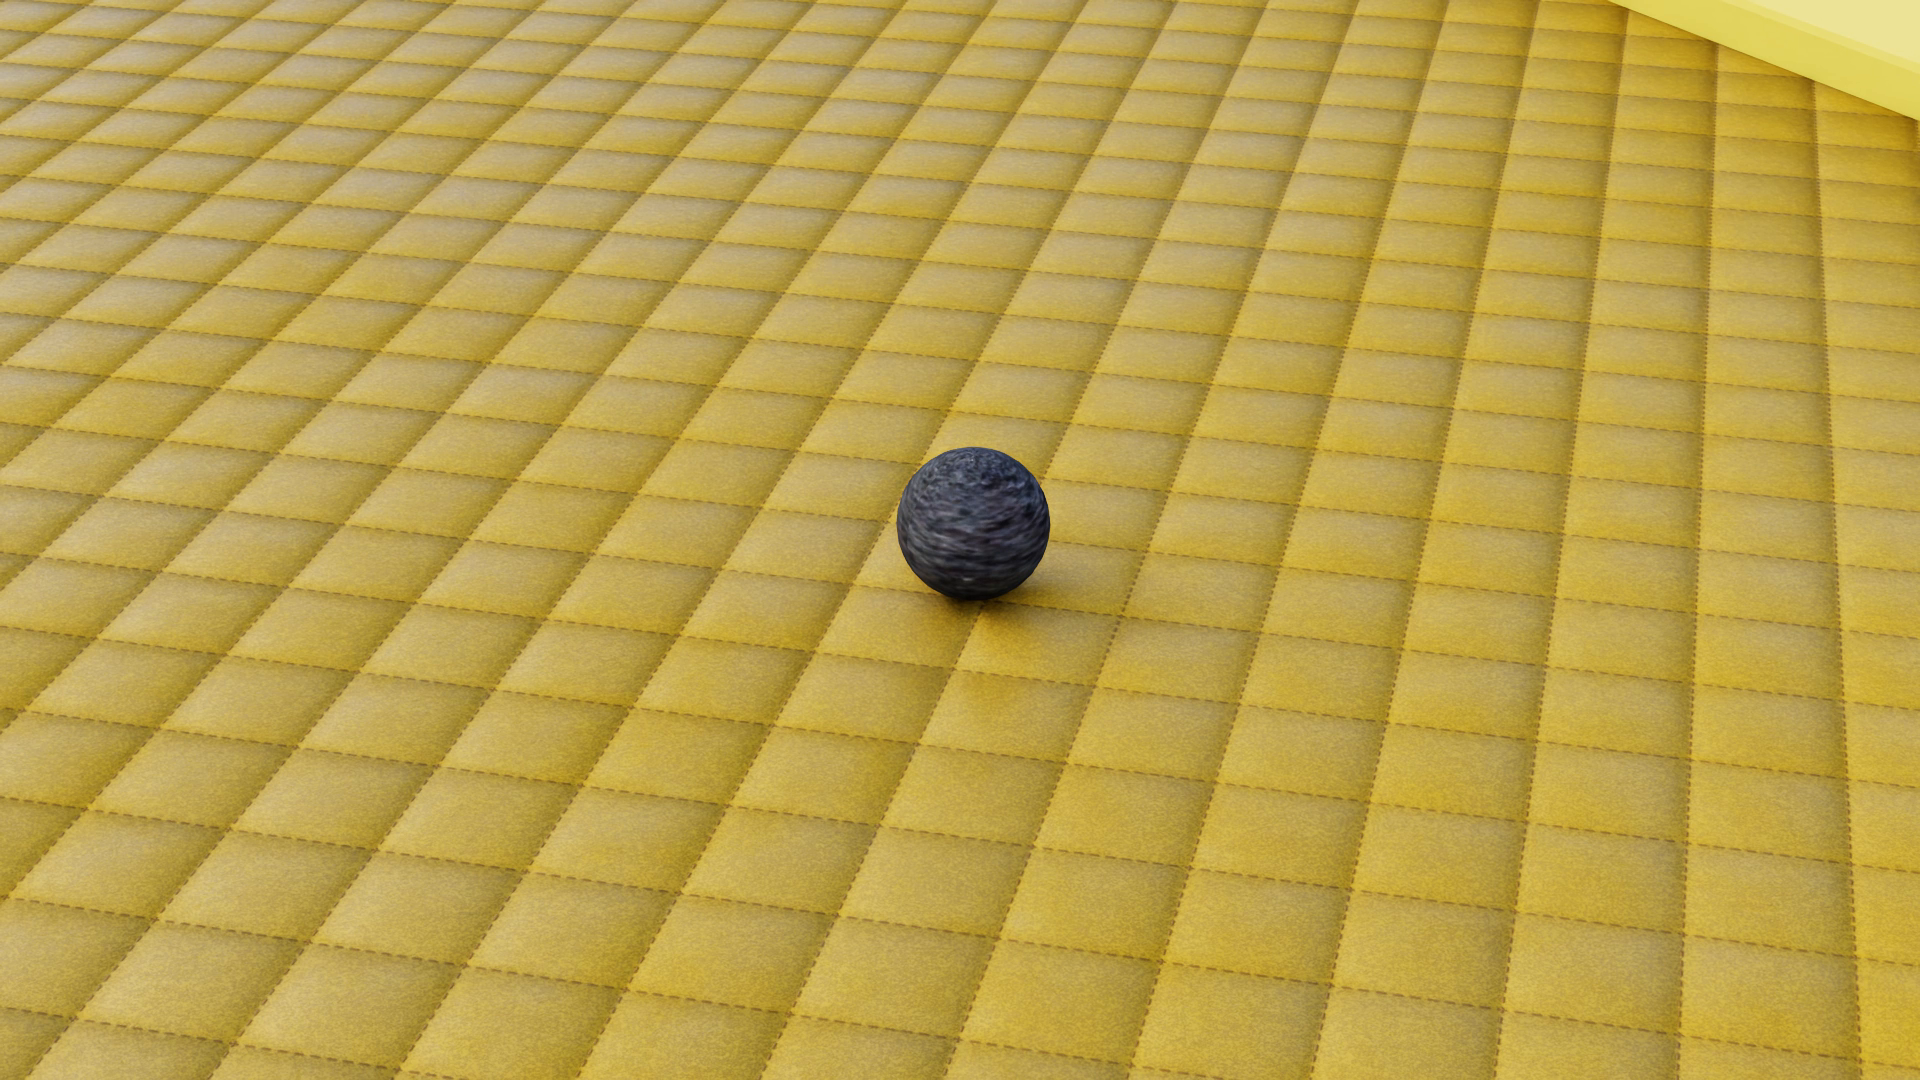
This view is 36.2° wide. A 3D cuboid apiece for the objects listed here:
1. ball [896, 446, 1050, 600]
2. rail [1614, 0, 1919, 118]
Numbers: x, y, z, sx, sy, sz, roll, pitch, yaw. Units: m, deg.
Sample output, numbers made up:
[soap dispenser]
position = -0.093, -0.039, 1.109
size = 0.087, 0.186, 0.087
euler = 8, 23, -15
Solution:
[ball]
position = 0.008, -0.010, 1.868
size = 0.098, 0.098, 0.098
euler = 0, 28, 0
[rail]
position = 0.425, -0.757, 3.223
size = 0.045, 0.127, 4.394
euler = -16, 32, -27
